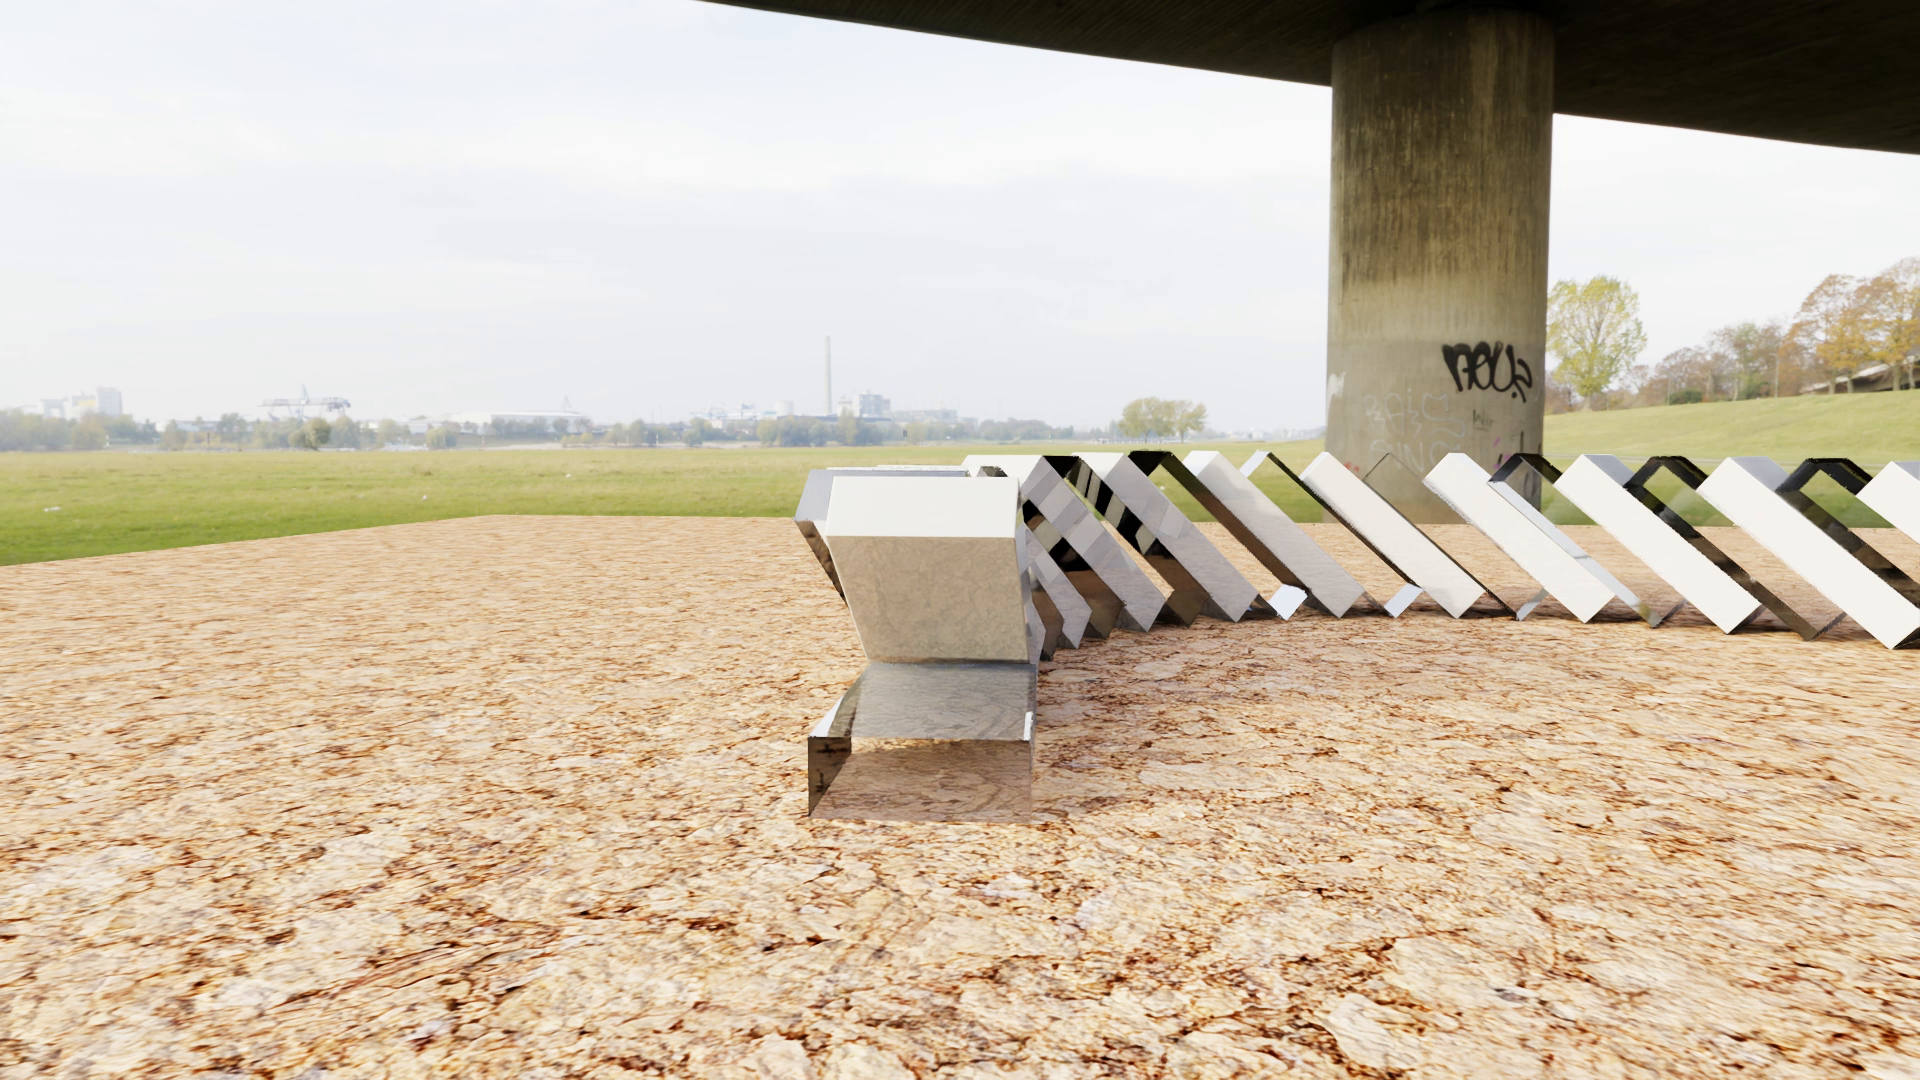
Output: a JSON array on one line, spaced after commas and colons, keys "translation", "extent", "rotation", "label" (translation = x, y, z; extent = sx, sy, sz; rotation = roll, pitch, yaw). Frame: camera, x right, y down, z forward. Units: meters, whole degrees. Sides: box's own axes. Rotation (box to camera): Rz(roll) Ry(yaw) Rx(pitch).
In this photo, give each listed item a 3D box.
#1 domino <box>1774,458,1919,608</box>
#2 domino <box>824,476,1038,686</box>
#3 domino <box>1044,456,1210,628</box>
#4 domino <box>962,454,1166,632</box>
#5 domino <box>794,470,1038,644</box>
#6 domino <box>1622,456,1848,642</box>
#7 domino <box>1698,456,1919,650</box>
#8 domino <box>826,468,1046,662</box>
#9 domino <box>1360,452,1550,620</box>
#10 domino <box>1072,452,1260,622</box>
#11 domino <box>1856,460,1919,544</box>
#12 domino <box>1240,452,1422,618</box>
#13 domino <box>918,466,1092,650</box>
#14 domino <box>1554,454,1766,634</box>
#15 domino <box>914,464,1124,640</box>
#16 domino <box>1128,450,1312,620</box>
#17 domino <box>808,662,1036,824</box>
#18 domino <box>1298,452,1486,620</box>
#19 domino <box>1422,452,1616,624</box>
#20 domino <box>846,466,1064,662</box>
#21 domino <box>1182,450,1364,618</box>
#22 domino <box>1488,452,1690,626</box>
[{"translation": [0.202, 0.002, 0.273], "extent": [0.025, 0.009, 0.050], "rotation": [-3, 45, -39], "label": "domino"}, {"translation": [-0.002, 0.009, 0.189], "extent": [0.025, 0.009, 0.050], "rotation": [1, -33, 7], "label": "domino"}, {"translation": [0.033, 0.000, 0.299], "extent": [0.050, 0.009, 0.025], "rotation": [44, -18, -26], "label": "domino"}, {"translation": [0.022, 0.001, 0.287], "extent": [0.025, 0.009, 0.050], "rotation": [5, -35, 52], "label": "domino"}, {"translation": [-0.005, 0.008, 0.208], "extent": [0.025, 0.010, 0.050], "rotation": [1, -34, 19], "label": "domino"}, {"translation": [0.179, 0.001, 0.294], "extent": [0.025, 0.009, 0.050], "rotation": [-5, 47, -46], "label": "domino"}, {"translation": [0.192, 0.001, 0.284], "extent": [0.025, 0.009, 0.050], "rotation": [-4, 46, -41], "label": "domino"}, {"translation": [-0.004, 0.006, 0.224], "extent": [0.025, 0.010, 0.050], "rotation": [2, -34, 22], "label": "domino"}, {"translation": [0.124, -0.002, 0.323], "extent": [0.050, 0.010, 0.025], "rotation": [44, 17, 12], "label": "domino"}, {"translation": [0.047, -0.001, 0.309], "extent": [0.050, 0.009, 0.025], "rotation": [43, -12, -19], "label": "domino"}, {"translation": [0.212, 0.004, 0.261], "extent": [0.025, 0.009, 0.050], "rotation": [-3, 45, -39], "label": "domino"}, {"translation": [0.092, -0.002, 0.325], "extent": [0.050, 0.009, 0.025], "rotation": [42, 7, 1], "label": "domino"}, {"translation": [0.004, 0.004, 0.258], "extent": [0.025, 0.010, 0.050], "rotation": [3, -33, 37], "label": "domino"}, {"translation": [0.168, 0.000, 0.305], "extent": [0.025, 0.009, 0.050], "rotation": [-4, 46, -48], "label": "domino"}, {"translation": [0.011, 0.003, 0.274], "extent": [0.025, 0.009, 0.050], "rotation": [4, -32, 46], "label": "domino"}, {"translation": [0.061, -0.002, 0.317], "extent": [0.050, 0.009, 0.025], "rotation": [43, -6, -13], "label": "domino"}, {"translation": [-0.003, 0.025, 0.169], "extent": [0.025, 0.009, 0.050], "rotation": [0, 4, 4], "label": "domino"}, {"translation": [0.108, -0.002, 0.325], "extent": [0.050, 0.010, 0.025], "rotation": [43, 12, 6], "label": "domino"}, {"translation": [0.140, -0.002, 0.320], "extent": [0.050, 0.010, 0.025], "rotation": [46, 23, 19], "label": "domino"}, {"translation": [-0.001, 0.005, 0.242], "extent": [0.025, 0.009, 0.050], "rotation": [3, -33, 30], "label": "domino"}, {"translation": [0.076, -0.002, 0.322], "extent": [0.050, 0.010, 0.025], "rotation": [42, 0, -6], "label": "domino"}, {"translation": [0.155, -0.001, 0.313], "extent": [0.025, 0.009, 0.050], "rotation": [-4, 47, -53], "label": "domino"}]
